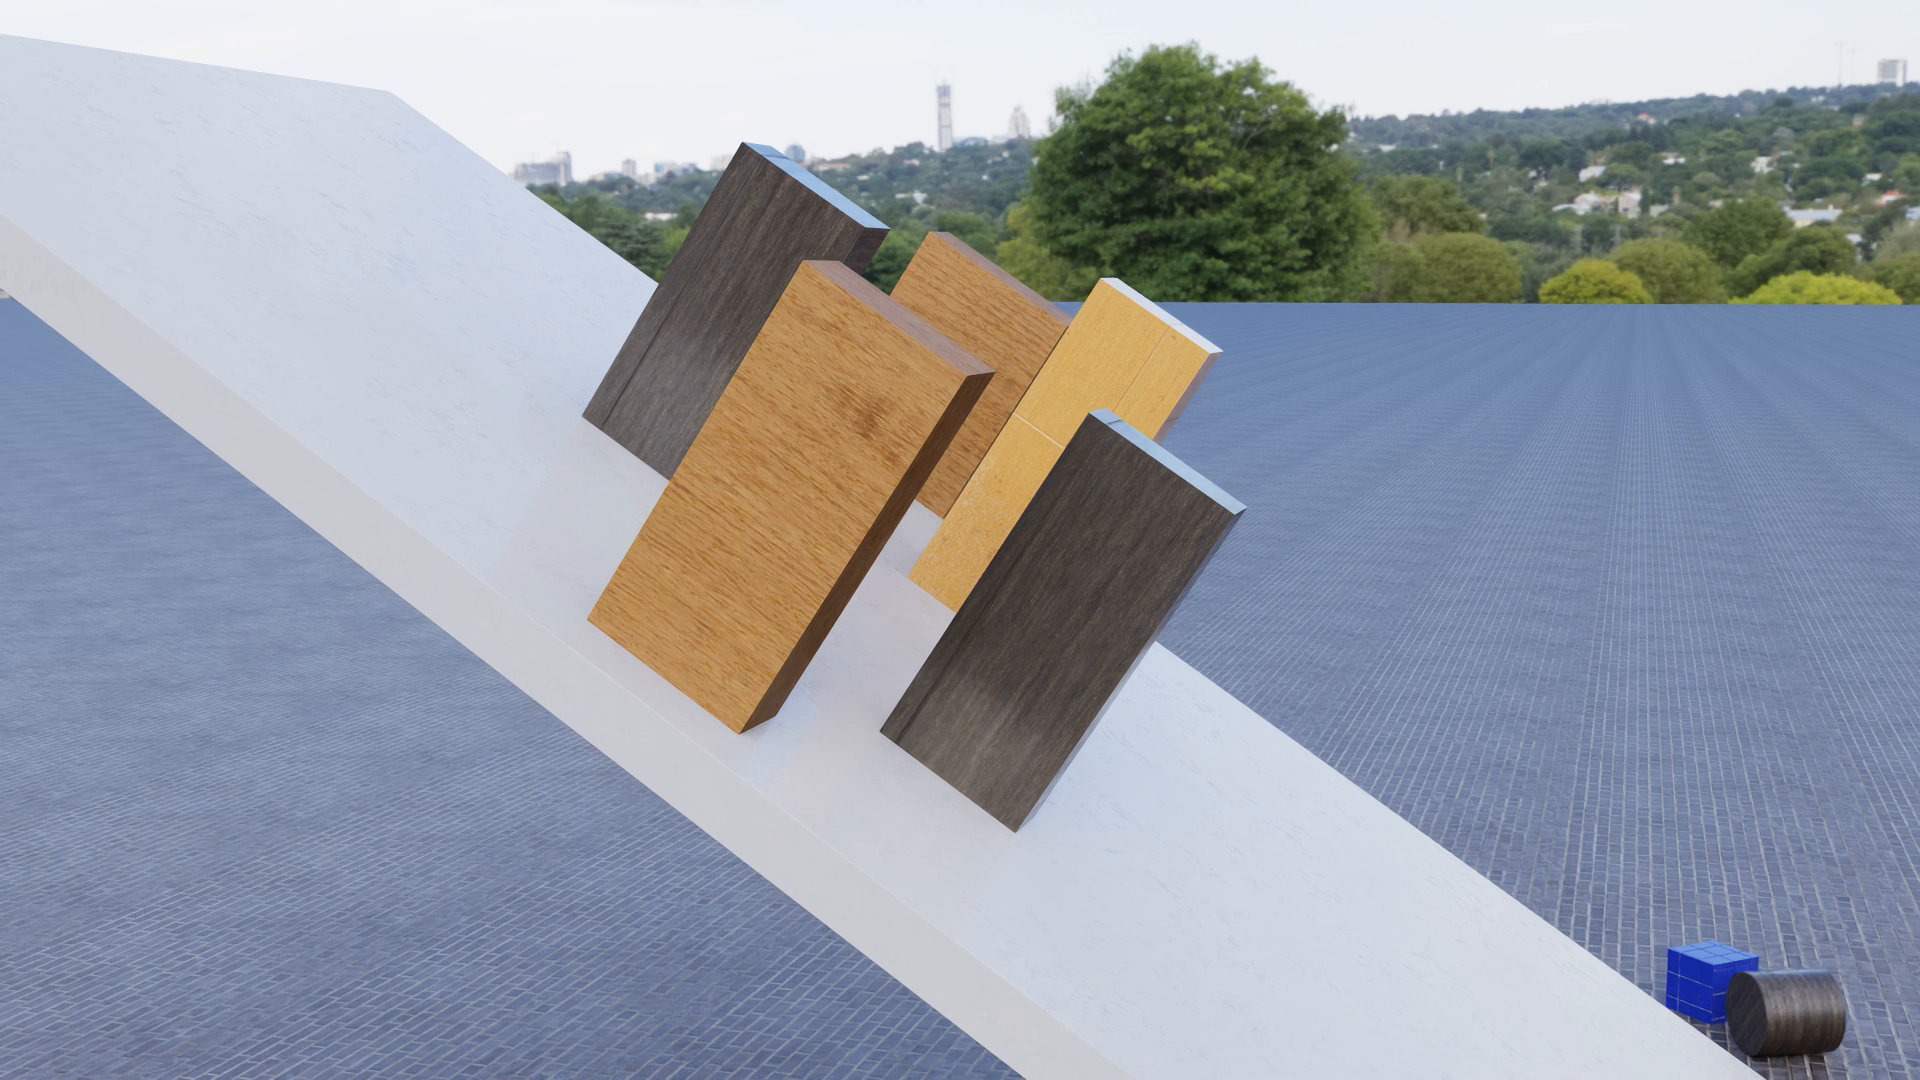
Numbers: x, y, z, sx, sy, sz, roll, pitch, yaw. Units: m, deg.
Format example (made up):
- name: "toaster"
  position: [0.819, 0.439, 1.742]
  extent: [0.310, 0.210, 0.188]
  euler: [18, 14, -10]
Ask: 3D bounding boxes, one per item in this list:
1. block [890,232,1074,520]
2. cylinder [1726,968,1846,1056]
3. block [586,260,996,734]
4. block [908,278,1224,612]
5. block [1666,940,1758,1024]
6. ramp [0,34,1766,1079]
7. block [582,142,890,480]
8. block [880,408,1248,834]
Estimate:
- name: "block"
  position: [-0.032, -0.368, 4.892]
  extent: [0.372, 0.510, 0.142]
  euler: [36, 15, 10]
- name: "cylinder"
  position: [1.964, 1.123, 5.235]
  extent: [0.197, 0.197, 0.197]
  euler: [-1, 7, -8]
- name: "block"
  position: [-0.253, -0.064, 3.252]
  extent: [0.292, 0.638, 0.147]
  euler: [36, 15, 10]
- name: "block"
  position: [0.202, -0.146, 4.301]
  extent: [0.254, 0.705, 0.136]
  euler: [36, 15, 10]
- name: "block"
  position: [1.889, 1.110, 5.524]
  extent: [0.152, 0.152, 0.152]
  euler: [-3, 8, -27]
- name: "ramp"
  position: [-0.122, 0.206, 4.097]
  extent: [4.000, 0.100, 2.000]
  euler: [36, 15, 10]
- name: "block"
  position: [-0.415, -0.399, 4.049]
  extent: [0.278, 0.596, 0.139]
  euler: [36, 15, 10]
- name: "block"
  position: [0.160, 0.129, 3.510]
  extent: [0.275, 0.627, 0.114]
  euler: [36, 15, 10]
